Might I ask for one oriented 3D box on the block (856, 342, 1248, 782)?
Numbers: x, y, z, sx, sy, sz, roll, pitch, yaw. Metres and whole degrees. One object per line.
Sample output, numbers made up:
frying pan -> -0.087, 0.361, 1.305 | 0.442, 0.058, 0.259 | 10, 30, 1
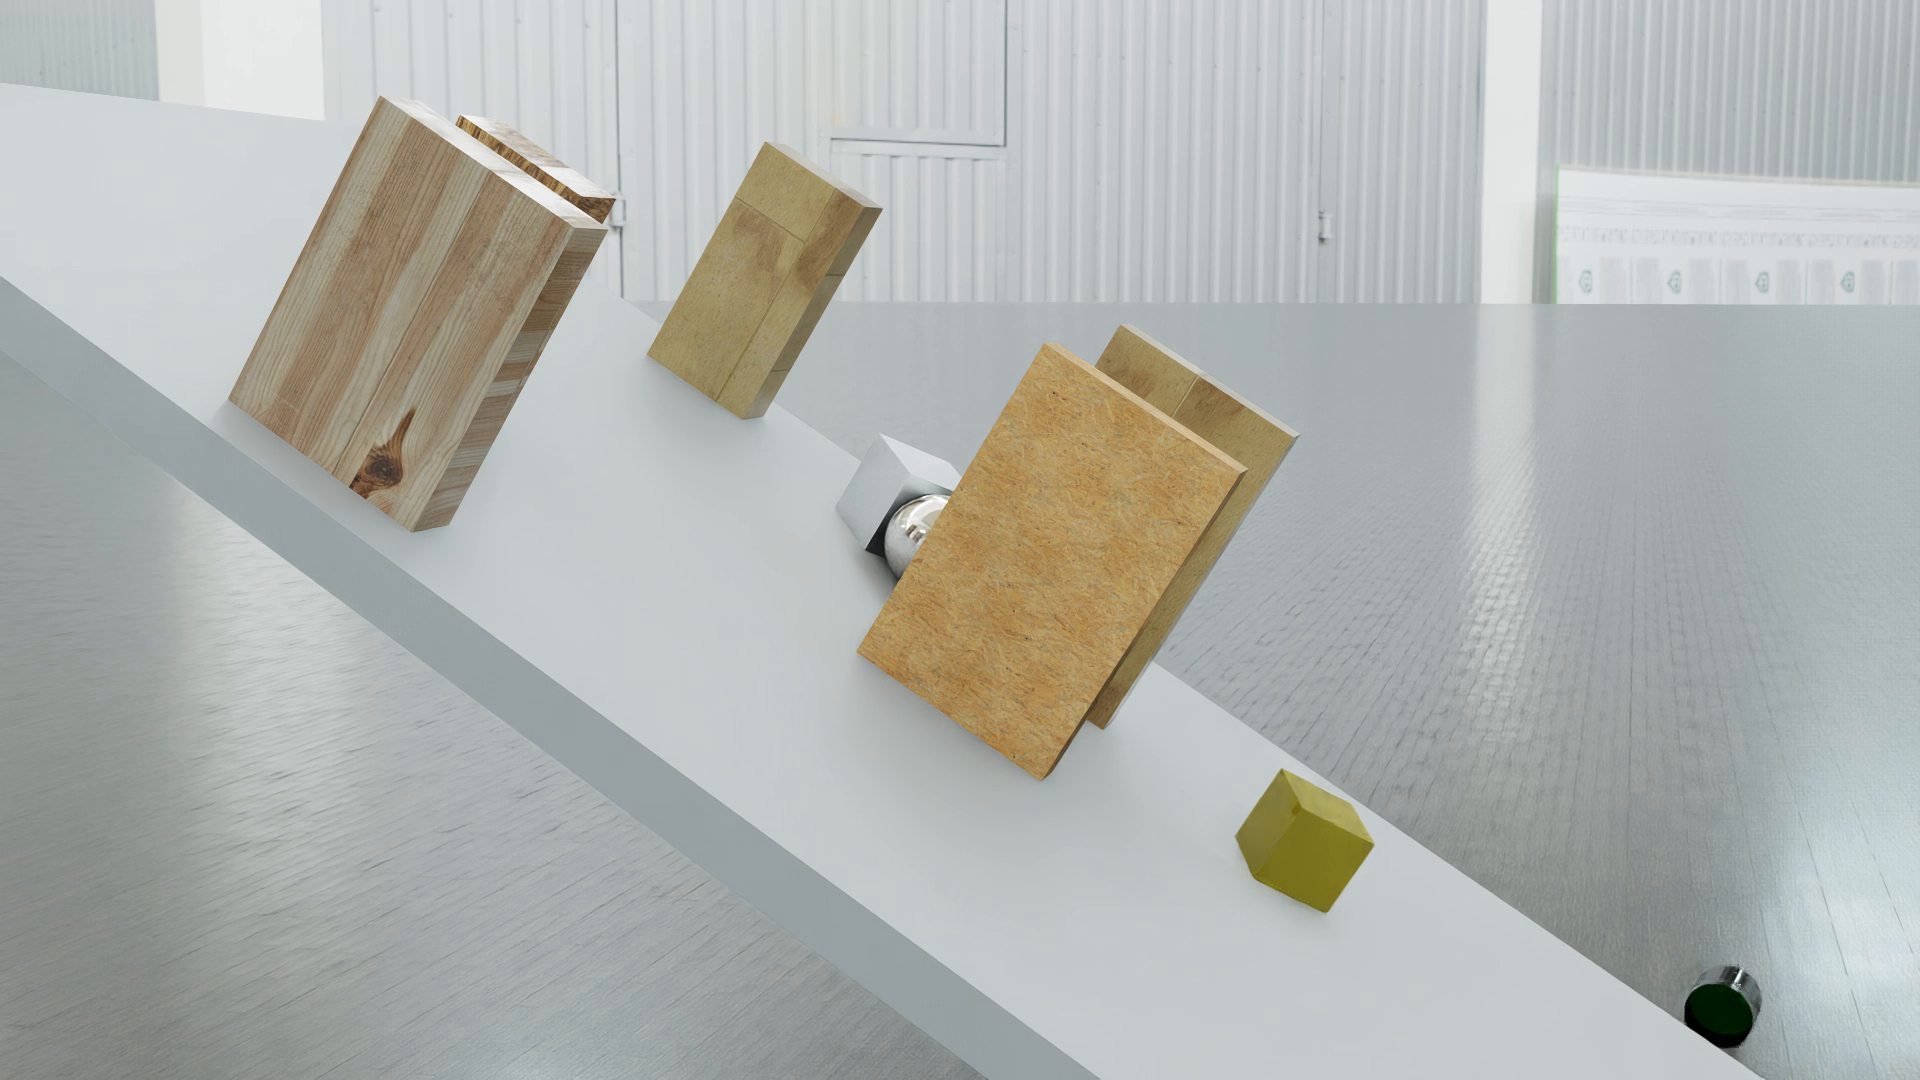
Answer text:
block -> 0.156, 0.039, 3.898 | 0.409, 0.660, 0.080 | 34, 15, 11

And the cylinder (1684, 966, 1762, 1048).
cylinder -> 1.850, 1.130, 5.331 | 0.158, 0.158, 0.158 | 4, 8, 27

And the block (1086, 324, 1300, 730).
block -> 0.309, -0.025, 4.342 | 0.399, 0.693, 0.089 | 34, 15, 11

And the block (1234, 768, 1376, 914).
block -> 0.647, 0.566, 4.141 | 0.165, 0.165, 0.165 | 27, 15, -15

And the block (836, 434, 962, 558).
block -> -0.110, -0.073, 4.650 | 0.191, 0.191, 0.191 | 22, 18, -33

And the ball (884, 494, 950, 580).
ball -> -0.054, 0.007, 4.477 | 0.204, 0.204, 0.204 | 0, 7, 0

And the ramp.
ramp -> -0.149, 0.247, 4.110 | 4.000, 0.100, 2.000 | 34, 15, 11

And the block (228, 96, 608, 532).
block -> -0.840, -0.346, 3.393 | 0.377, 0.544, 0.111 | 34, 15, 11

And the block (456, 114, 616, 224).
block -> -0.863, -0.486, 3.952 | 0.272, 0.466, 0.138 | 34, 15, 11

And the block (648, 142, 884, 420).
block -> -0.438, -0.578, 4.920 | 0.271, 0.552, 0.126 | 34, 15, 11
